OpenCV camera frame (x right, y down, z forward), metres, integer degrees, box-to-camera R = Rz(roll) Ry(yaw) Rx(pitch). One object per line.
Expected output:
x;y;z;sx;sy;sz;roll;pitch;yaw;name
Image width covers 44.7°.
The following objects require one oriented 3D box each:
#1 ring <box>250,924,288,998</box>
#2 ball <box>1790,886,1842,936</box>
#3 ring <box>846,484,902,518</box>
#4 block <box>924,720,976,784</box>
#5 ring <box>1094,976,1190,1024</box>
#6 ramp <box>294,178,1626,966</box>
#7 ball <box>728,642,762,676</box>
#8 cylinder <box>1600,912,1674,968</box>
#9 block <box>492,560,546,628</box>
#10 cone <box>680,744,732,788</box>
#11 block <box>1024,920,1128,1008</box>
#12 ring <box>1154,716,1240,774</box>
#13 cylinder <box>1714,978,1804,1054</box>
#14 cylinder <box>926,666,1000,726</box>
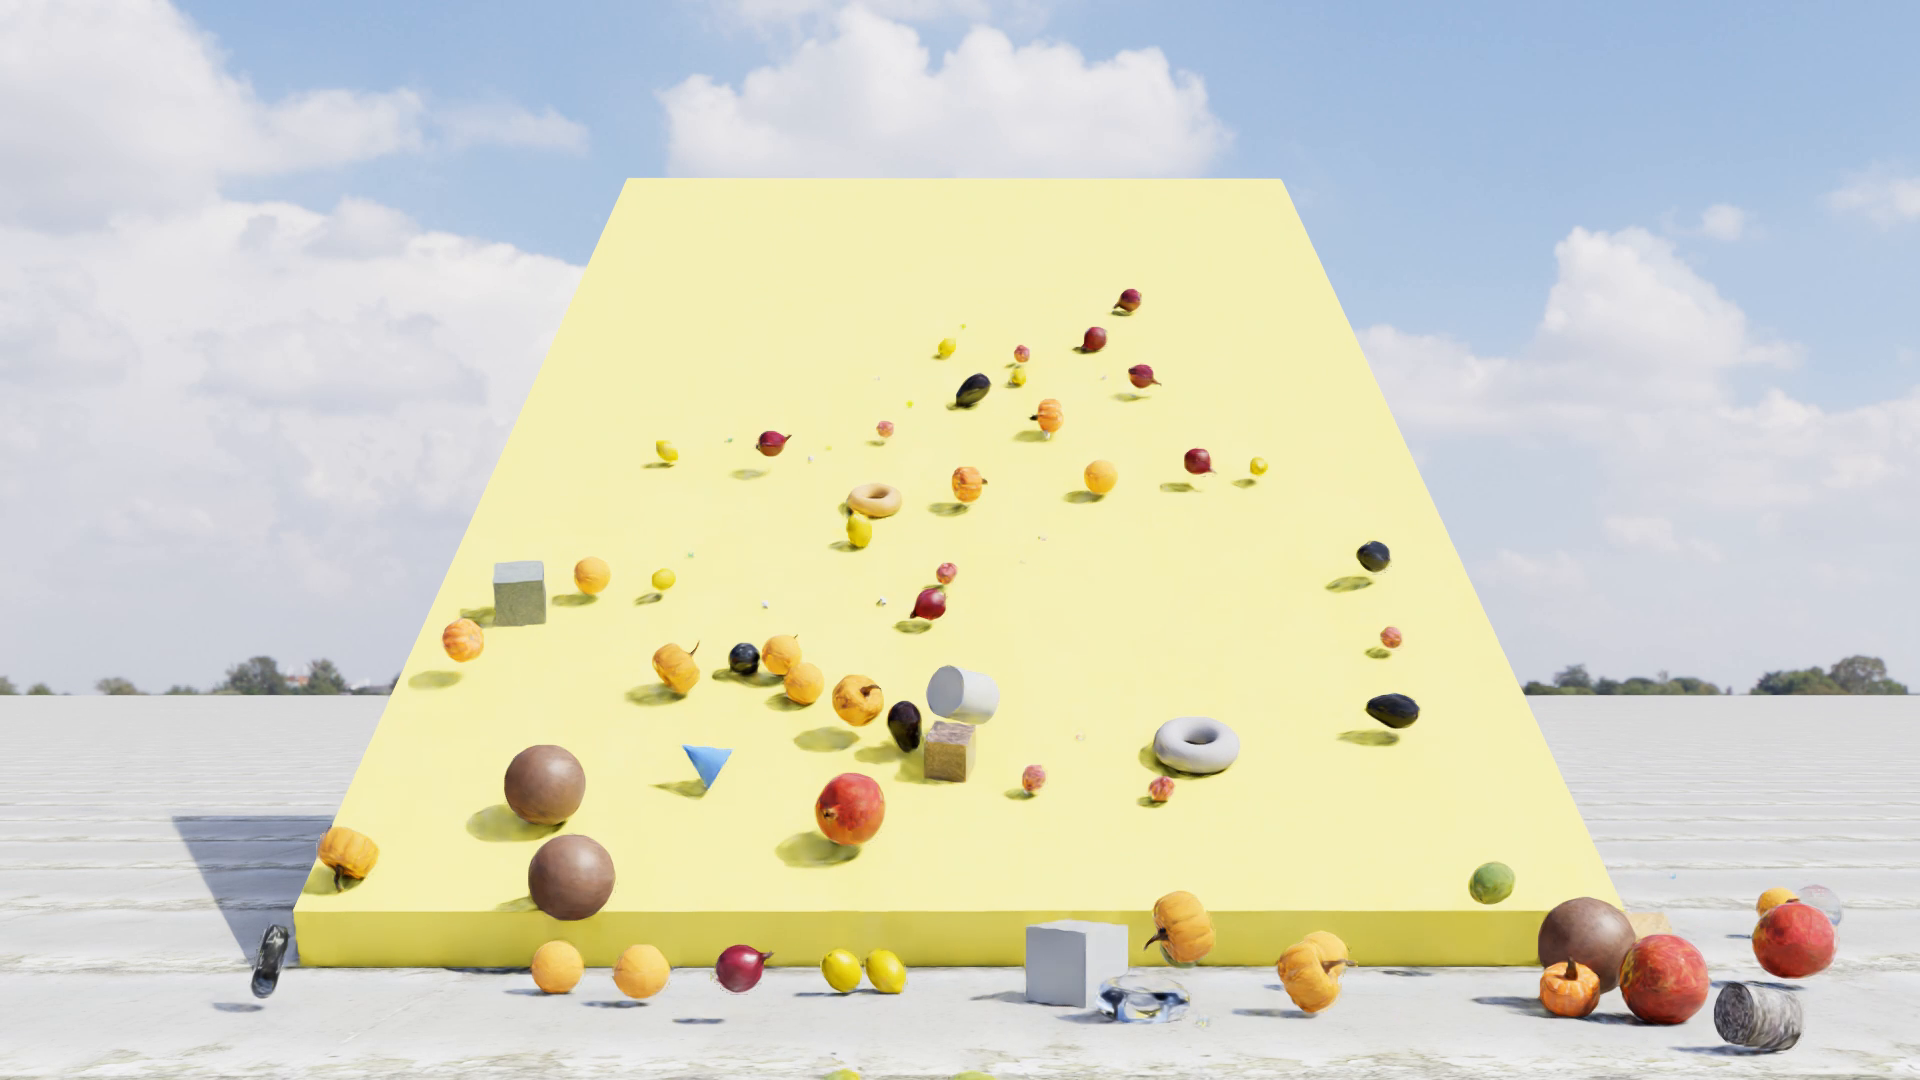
-0.909;0.555;3.076;0.033;0.098;0.098;15;-7;-15;ring
1.463;0.633;3.990;0.086;0.086;0.086;0;-4;0;ball
-0.177;-0.082;4.856;0.117;0.039;0.117;0;26;0;ring
-0.016;0.351;3.870;0.071;0.071;0.071;5;25;11;block
0.233;0.588;2.989;0.123;0.041;0.123;2;4;0;ring
-0.009;-0.229;5.345;2.000;0.100;4.000;0;25;0;ramp
-0.386;0.213;4.183;0.060;0.060;0.060;0;-4;0;ball
0.982;0.580;3.388;0.079;0.079;0.079;-2;-4;-3;cylinder
-0.828;0.100;4.389;0.091;0.091;0.091;-4;25;-8;block
-0.424;0.355;3.816;0.077;0.077;0.077;32;-5;-1;cone
0.158;0.571;3.152;0.100;0.100;0.100;-1;-3;38;block
0.397;0.343;3.917;0.146;0.049;0.146;1;25;0;ring
0.925;0.552;2.705;0.070;0.070;0.070;25;-14;-24;cylinder
0.005;0.262;3.937;0.087;0.087;0.087;-3;-15;43;cylinder
